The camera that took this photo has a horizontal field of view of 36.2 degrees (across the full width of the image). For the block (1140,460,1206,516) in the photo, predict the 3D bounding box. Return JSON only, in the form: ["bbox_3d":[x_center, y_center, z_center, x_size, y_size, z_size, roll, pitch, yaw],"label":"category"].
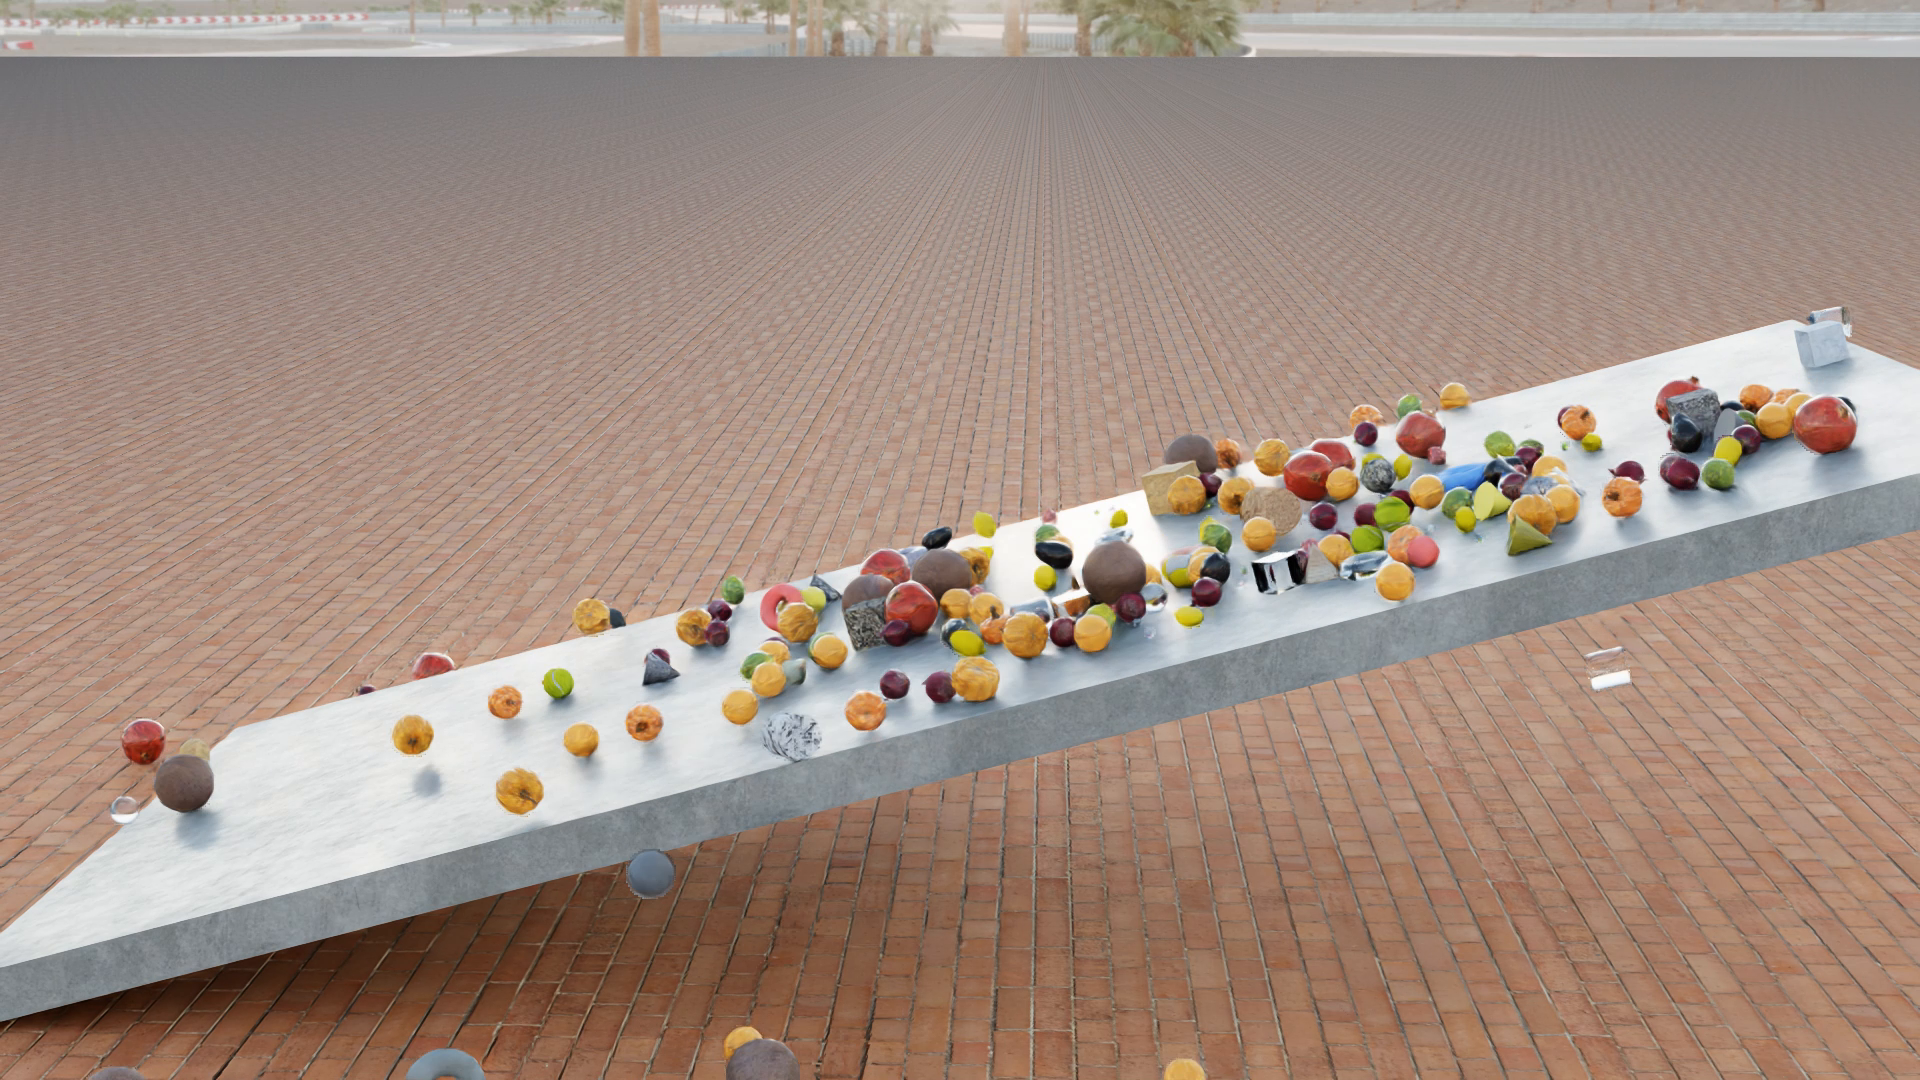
[{"bbox_3d":[0.499,-0.121,6.887,0.096,0.096,0.096,-8,12,39],"label":"block"}]

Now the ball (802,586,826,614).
[{"bbox_3d":[-0.340,0.138,6.792,0.061,0.061,0.061,0,10,0],"label":"ball"}]

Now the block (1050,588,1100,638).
[{"bbox_3d":[0.227,0.145,5.829,0.071,0.071,0.071,-17,9,-7],"label":"block"}]

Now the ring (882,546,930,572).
[{"bbox_3d":[-0.129,0.047,7.095,0.119,0.040,0.119,-15,10,3],"label":"ring"}]

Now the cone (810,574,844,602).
[{"bbox_3d":[-0.310,0.127,6.922,0.082,0.082,0.082,12,11,4],"label":"cone"}]

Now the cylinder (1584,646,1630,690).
[{"bbox_3d":[1.694,0.336,7.691,0.098,0.098,0.098,-14,8,10],"label":"cylinder"}]

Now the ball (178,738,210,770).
[{"bbox_3d":[-1.824,0.510,7.008,0.073,0.073,0.073,0,10,0],"label":"ball"}]

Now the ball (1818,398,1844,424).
[{"bbox_3d":[1.726,-0.257,5.829,0.050,0.050,0.050,0,10,0],"label":"ball"}]

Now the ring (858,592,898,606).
[{"bbox_3d":[-0.187,0.143,6.633,0.103,0.034,0.103,-15,8,2],"label":"ring"}]

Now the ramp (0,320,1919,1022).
[{"bbox_3d":[0.080,0.191,6.329,4.000,0.100,2.000,-15,9,4],"label":"ramp"}]

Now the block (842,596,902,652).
[{"bbox_3d":[-0.187,0.177,6.268,0.086,0.086,0.086,-13,10,17],"label":"block"}]

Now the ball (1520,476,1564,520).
[{"bbox_3d":[1.122,-0.081,5.667,0.085,0.085,0.085,0,10,0],"label":"ball"}]

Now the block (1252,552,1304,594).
[{"bbox_3d":[0.615,0.065,5.698,0.063,0.063,0.063,-20,10,-29],"label":"block"}]

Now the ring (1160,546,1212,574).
[{"bbox_3d":[0.472,0.042,6.144,0.116,0.039,0.116,-14,10,3],"label":"ring"}]

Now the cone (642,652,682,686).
[{"bbox_3d":[-0.655,0.291,6.512,0.082,0.082,0.082,11,9,-5],"label":"cone"}]

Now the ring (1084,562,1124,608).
[{"bbox_3d":[0.292,0.093,5.969,0.094,0.094,0.031,-6,0,-30],"label":"ring"}]

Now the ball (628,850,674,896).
[{"bbox_3d":[-0.556,0.600,5.291,0.082,0.082,0.082,0,10,0],"label":"ball"}]

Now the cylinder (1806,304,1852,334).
[{"bbox_3d":[1.991,-0.494,6.735,0.072,0.072,0.072,-25,-10,42],"label":"cylinder"}]

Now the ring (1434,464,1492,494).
[{"bbox_3d":[1.061,-0.130,6.191,0.126,0.042,0.126,-14,10,3],"label":"ring"}]

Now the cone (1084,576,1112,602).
[{"bbox_3d":[0.291,0.106,6.096,0.058,0.058,0.058,13,11,5],"label":"cone"}]

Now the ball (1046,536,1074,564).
[{"bbox_3d":[0.224,0.021,6.588,0.065,0.065,0.065,0,10,0],"label":"ball"}]

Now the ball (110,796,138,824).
[{"bbox_3d":[-1.863,0.602,6.559,0.062,0.062,0.062,0,10,0],"label":"ball"}]

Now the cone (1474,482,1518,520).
[{"bbox_3d":[1.074,-0.072,5.845,0.077,0.077,0.077,10,6,-21],"label":"cone"}]

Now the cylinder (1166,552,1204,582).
[{"bbox_3d":[0.461,0.057,6.010,0.056,0.056,0.056,-10,1,41],"label":"cylinder"}]

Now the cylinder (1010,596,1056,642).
[{"bbox_3d":[0.145,0.157,5.879,0.076,0.076,0.076,-14,9,6],"label":"cylinder"}]

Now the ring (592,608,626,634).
[{"bbox_3d":[-0.899,0.229,7.522,0.110,0.110,0.037,9,-5,41],"label":"ring"}]

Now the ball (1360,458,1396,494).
[{"bbox_3d":[0.908,-0.140,6.391,0.076,0.076,0.076,0,10,0],"label":"ball"}]

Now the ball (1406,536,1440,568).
[{"bbox_3d":[0.871,0.022,5.538,0.061,0.061,0.061,0,10,0],"label":"ball"}]

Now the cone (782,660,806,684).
[{"bbox_3d":[-0.329,0.258,6.042,0.058,0.058,0.058,-8,-26,-37],"label":"cone"}]

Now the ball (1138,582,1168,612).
[{"bbox_3d":[0.382,0.113,5.804,0.058,0.058,0.058,0,10,0],"label":"ball"}]

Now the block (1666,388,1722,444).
[{"bbox_3d":[1.515,-0.256,6.057,0.086,0.086,0.086,-15,9,2],"label":"block"}]

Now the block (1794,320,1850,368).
[{"bbox_3d":[1.903,-0.434,6.496,0.080,0.080,0.080,-16,9,-4],"label":"block"}]

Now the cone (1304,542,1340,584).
[{"bbox_3d":[0.691,0.038,5.689,0.076,0.076,0.076,-15,9,3],"label":"cone"}]

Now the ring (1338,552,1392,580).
[{"bbox_3d":[0.775,0.049,5.617,0.106,0.035,0.106,-14,10,3],"label":"ring"}]

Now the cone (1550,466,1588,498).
[{"bbox_3d":[1.204,-0.101,5.807,0.077,0.077,0.077,12,11,4],"label":"cone"}]

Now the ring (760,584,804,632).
[{"bbox_3d":[-0.407,0.154,6.714,0.114,0.114,0.038,6,-13,32],"label":"ring"}]

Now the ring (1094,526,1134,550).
[{"bbox_3d":[0.347,-0.005,6.645,0.095,0.032,0.095,-16,9,3],"label":"ring"}]
